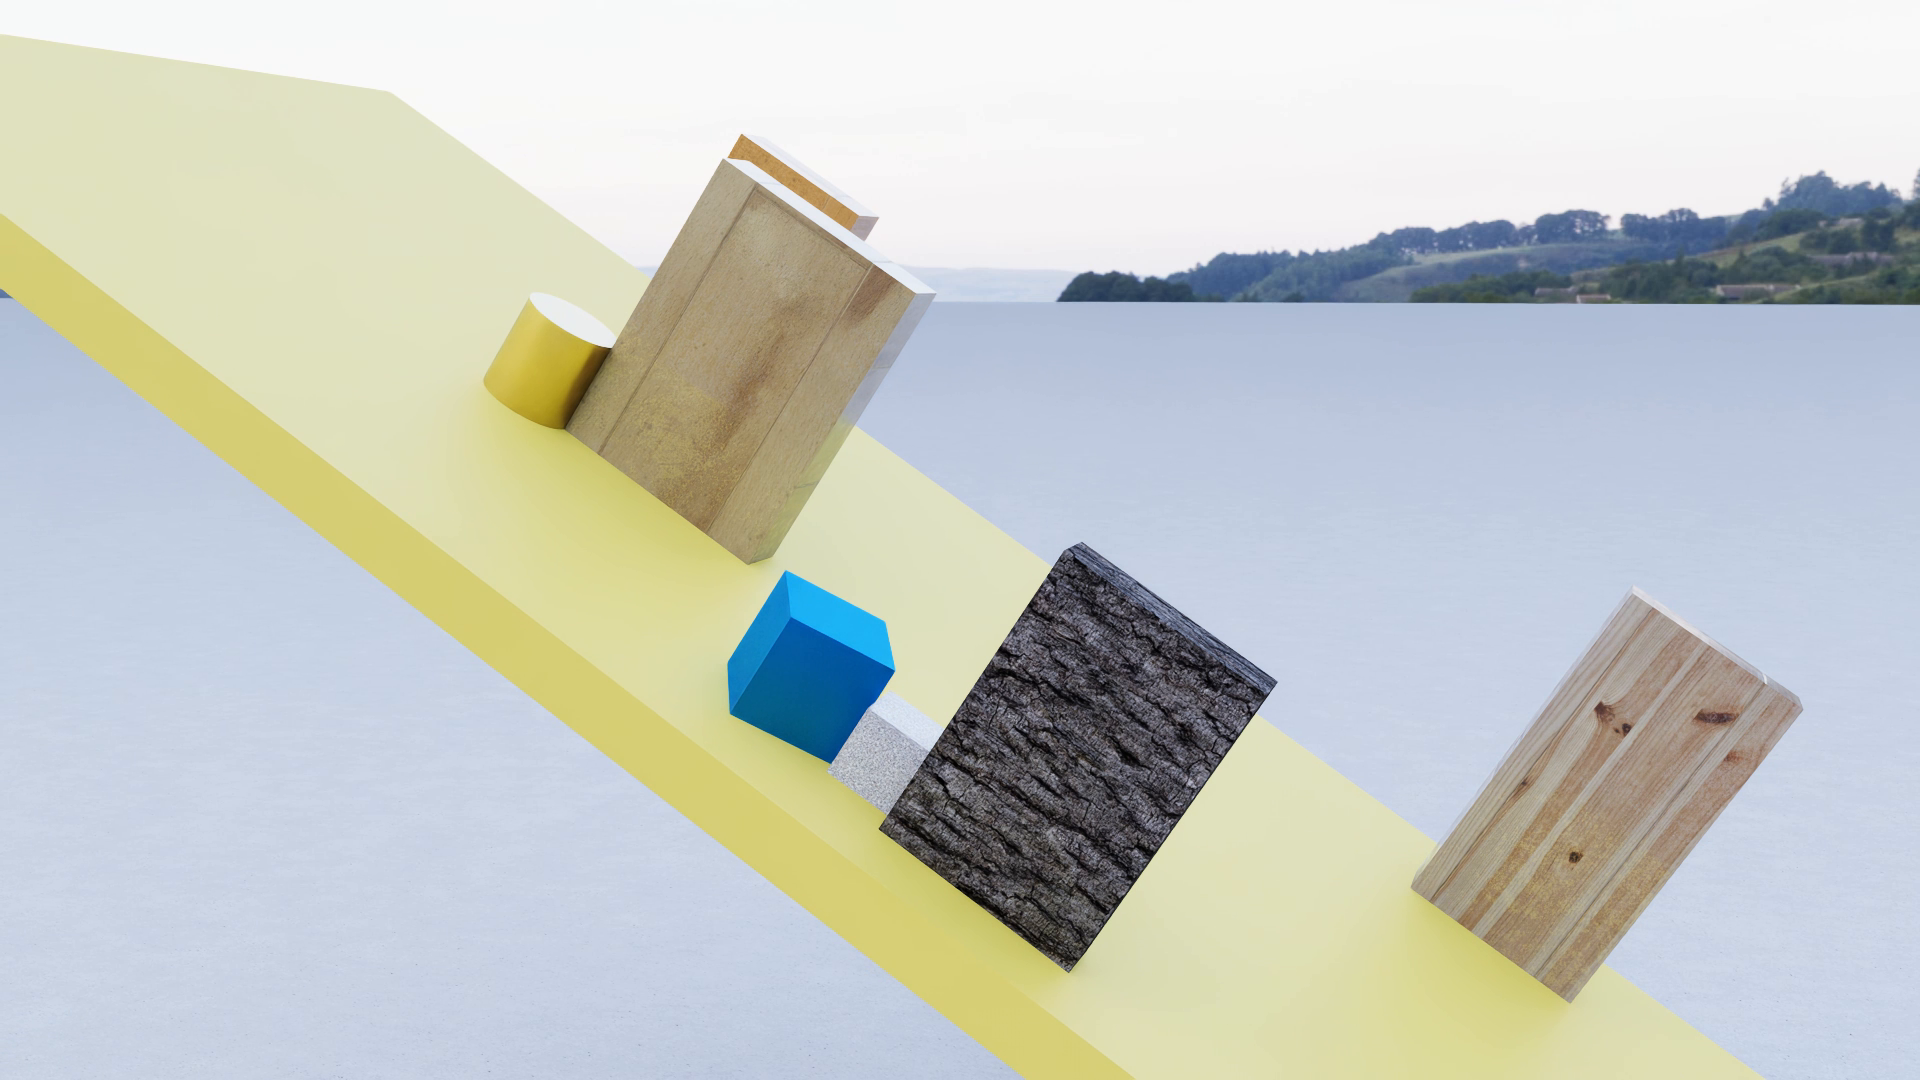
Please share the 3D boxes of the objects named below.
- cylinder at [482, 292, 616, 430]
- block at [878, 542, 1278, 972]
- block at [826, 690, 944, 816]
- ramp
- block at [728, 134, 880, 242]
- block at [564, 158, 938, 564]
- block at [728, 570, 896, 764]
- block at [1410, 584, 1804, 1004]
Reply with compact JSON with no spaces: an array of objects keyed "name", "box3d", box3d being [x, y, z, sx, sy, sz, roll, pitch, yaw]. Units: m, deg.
[{"name":"cylinder","box3d":[-0.738,-0.322,3.964,0.178,0.178,0.178,31,15,-9]},{"name":"block","box3d":[0.167,0.313,3.183,0.347,0.507,0.104,36,15,10]},{"name":"block","box3d":[-0.104,0.324,3.340,0.122,0.122,0.122,35,15,7]},{"name":"ramp","box3d":[-0.122,0.207,4.097,4.000,0.100,2.000,36,15,10]},{"name":"block","box3d":[-0.439,-0.507,4.448,0.296,0.540,0.123,36,15,10]},{"name":"block","box3d":[-0.377,-0.316,3.913,0.424,0.574,0.118,36,15,10]},{"name":"block","box3d":[-0.231,0.194,3.374,0.181,0.181,0.181,28,16,-17]},{"name":"block","box3d":[1.277,0.506,4.379,0.382,0.743,0.130,36,15,10]}]
